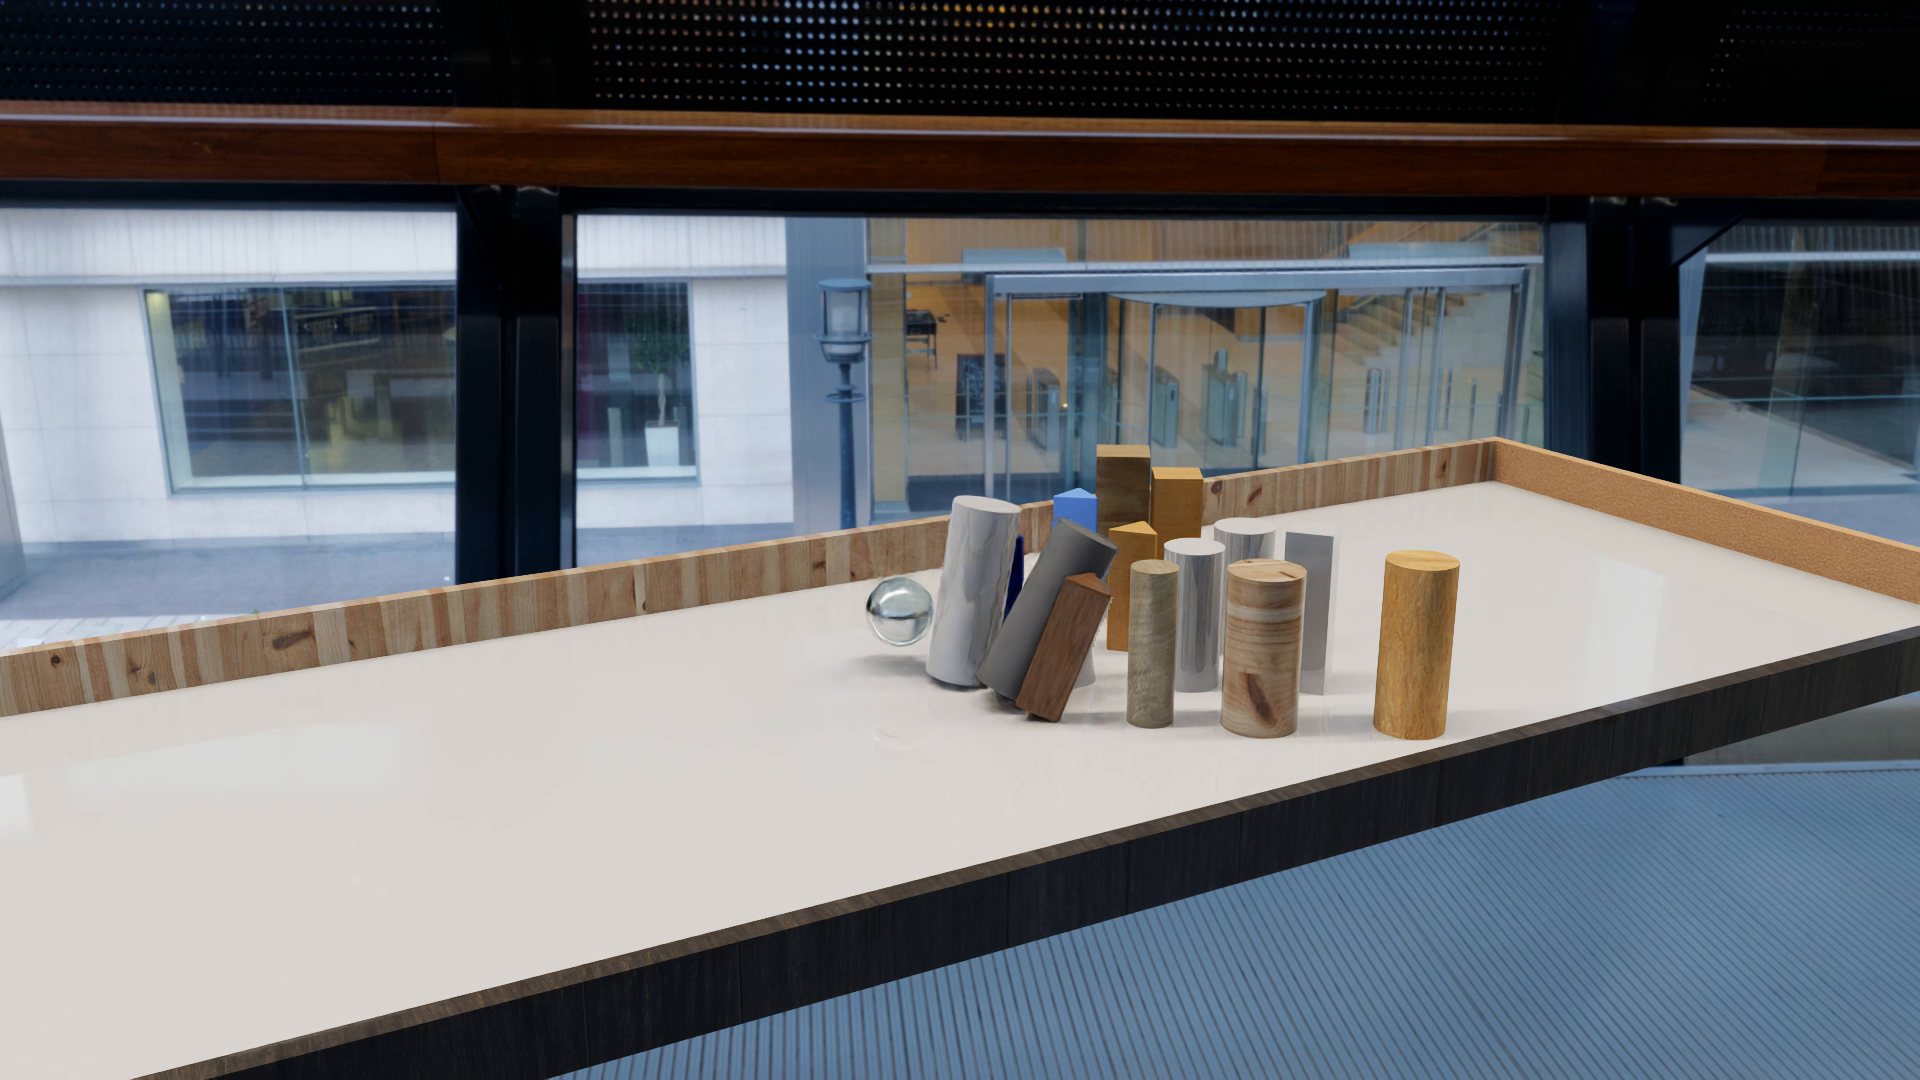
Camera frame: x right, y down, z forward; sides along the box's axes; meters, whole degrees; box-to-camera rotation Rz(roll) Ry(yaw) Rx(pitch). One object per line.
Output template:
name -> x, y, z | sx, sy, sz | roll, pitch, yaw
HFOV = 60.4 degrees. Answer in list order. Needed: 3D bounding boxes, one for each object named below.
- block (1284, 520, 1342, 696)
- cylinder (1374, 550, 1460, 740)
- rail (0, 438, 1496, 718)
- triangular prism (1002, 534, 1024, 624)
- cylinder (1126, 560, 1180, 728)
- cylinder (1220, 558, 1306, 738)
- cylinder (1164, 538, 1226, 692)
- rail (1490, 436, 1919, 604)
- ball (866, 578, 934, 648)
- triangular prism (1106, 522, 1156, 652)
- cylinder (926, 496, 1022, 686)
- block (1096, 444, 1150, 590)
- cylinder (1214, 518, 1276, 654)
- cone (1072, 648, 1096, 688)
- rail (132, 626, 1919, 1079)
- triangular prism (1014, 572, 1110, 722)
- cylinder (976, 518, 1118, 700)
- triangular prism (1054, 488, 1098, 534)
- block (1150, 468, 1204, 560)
block -> 0.860, 0.166, 4.066 | 0.114, 0.408, 0.114 | 6, 18, 21
cylinder -> 1.052, 0.241, 3.809 | 0.163, 0.409, 0.163 | 0, 16, 0
rail -> -3.305, 0.497, 3.399 | 12.000, 0.150, 0.050 | -9, 18, -27
triangular prism -> 0.104, 0.124, 4.381 | 0.127, 0.311, 0.110 | 1, 16, 3
cylinder -> 0.449, 0.243, 3.853 | 0.112, 0.380, 0.112 | 0, 16, 0
cylinder -> 0.703, 0.251, 3.829 | 0.179, 0.379, 0.179 | 0, 16, 0
cylinder -> 0.575, 0.186, 4.092 | 0.149, 0.355, 0.149 | 0, 16, 0
rail -> 2.466, -0.048, 5.253 | 0.050, 0.150, 2.100 | -9, 18, -27
ball -> -0.153, 0.184, 4.217 | 0.178, 0.178, 0.178 | 0, 16, 0
triangular prism -> 0.466, 0.123, 4.353 | 0.126, 0.330, 0.109 | 6, 17, 20
cylinder -> 0.033, 0.125, 4.104 | 0.171, 0.443, 0.171 | 9, 13, -2
block -> 0.472, -0.059, 4.821 | 0.153, 0.414, 0.153 | 1, 16, 4
cylinder -> 0.742, 0.124, 4.338 | 0.160, 0.335, 0.160 | 0, 16, 0
cone -> 0.268, 0.161, 4.119 | 0.155, 0.387, 0.155 | 0, 16, 0
rail -> -2.336, 1.006, 1.665 | 12.000, 0.150, 0.050 | -9, 18, -27
triangular prism -> 0.246, 0.243, 3.869 | 0.109, 0.350, 0.095 | 22, 22, 3
cylinder -> 0.207, 0.173, 3.968 | 0.157, 0.428, 0.157 | 27, 8, -4
triangular prism -> 0.325, 0.036, 4.616 | 0.120, 0.348, 0.104 | 3, 17, 9
block -> 0.594, 0.016, 4.566 | 0.130, 0.414, 0.130 | 1, 16, 2
